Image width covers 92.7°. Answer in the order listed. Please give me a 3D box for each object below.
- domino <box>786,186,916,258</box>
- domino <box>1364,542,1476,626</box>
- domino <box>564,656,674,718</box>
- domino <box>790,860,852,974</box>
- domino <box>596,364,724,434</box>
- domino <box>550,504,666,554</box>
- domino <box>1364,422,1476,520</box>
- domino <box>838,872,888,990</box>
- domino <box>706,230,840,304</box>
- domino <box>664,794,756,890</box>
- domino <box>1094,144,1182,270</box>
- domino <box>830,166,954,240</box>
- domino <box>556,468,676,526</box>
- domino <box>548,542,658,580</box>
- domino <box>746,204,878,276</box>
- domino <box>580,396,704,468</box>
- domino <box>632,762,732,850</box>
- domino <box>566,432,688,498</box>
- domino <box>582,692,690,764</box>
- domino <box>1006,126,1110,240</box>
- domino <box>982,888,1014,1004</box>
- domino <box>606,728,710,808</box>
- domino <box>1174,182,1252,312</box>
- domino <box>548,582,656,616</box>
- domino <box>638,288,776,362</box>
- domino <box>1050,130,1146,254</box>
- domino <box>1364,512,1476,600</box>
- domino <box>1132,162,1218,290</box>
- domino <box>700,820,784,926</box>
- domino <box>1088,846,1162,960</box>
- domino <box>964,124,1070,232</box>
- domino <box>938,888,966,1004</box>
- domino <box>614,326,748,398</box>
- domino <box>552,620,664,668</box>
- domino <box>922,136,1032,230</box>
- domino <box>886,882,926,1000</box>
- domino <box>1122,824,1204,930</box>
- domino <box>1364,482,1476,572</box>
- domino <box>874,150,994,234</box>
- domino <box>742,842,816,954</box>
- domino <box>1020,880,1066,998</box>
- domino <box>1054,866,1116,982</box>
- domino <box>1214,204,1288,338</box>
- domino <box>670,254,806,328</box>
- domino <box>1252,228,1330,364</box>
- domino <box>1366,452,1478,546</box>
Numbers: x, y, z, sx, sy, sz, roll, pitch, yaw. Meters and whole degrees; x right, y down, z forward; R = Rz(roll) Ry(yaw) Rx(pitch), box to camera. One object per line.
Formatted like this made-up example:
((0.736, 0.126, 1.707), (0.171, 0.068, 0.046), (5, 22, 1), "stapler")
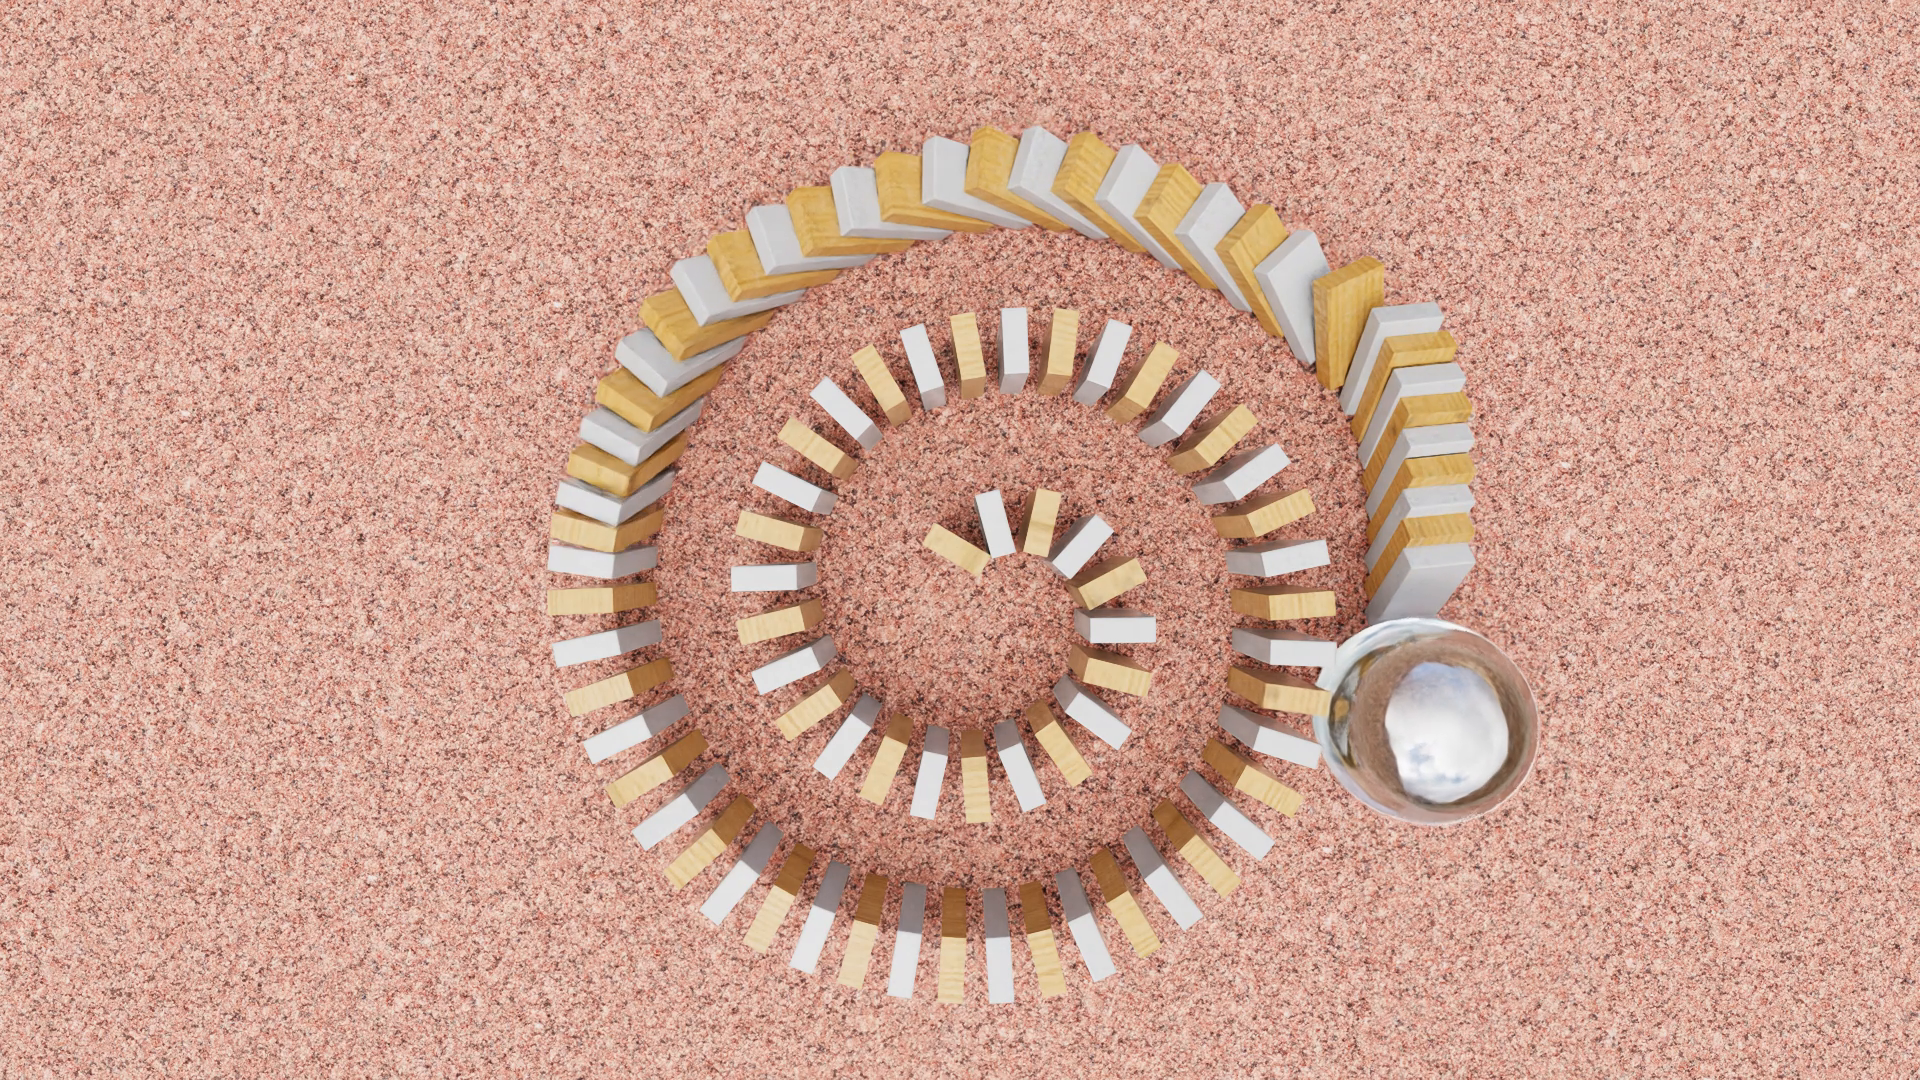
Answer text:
((-0.045, -0.133, 0.382), (0.050, 0.010, 0.025), (-17, 90, -36), "domino")
((0.188, 0.020, 0.377), (0.025, 0.050, 0.010), (-6, 56, 0), "domino")
((-0.138, 0.059, 0.375), (0.025, 0.050, 0.010), (-19, 90, 0), "domino")
((-0.056, 0.153, 0.375), (0.009, 0.050, 0.025), (21, 90, 0), "domino")
((-0.123, -0.065, 0.378), (0.025, 0.050, 0.010), (34, 130, 0), "domino")
((-0.143, -0.008, 0.375), (0.025, 0.050, 0.009), (15, 103, 0), "domino")
((0.188, -0.027, 0.377), (0.025, 0.050, 0.009), (-6, 55, 0), "domino")
((-0.039, 0.158, 0.375), (0.010, 0.050, 0.025), (15, 90, 0), "domino")
((-0.077, -0.117, 0.381), (0.050, 0.009, 0.025), (-26, 90, -39), "domino")
((-0.101, 0.122, 0.375), (0.025, 0.050, 0.010), (-42, 90, 0), "domino")
((0.080, -0.138, 0.382), (0.050, 0.009, 0.025), (29, 90, -34), "domino")
((-0.028, -0.140, 0.382), (0.050, 0.010, 0.025), (-11, 90, -35), "domino")
((-0.140, -0.022, 0.375), (0.025, 0.050, 0.010), (21, 111, 0), "domino")
((-0.145, 0.007, 0.375), (0.025, 0.050, 0.010), (8, 94, 0), "domino")
((-0.061, -0.126, 0.381), (0.050, 0.009, 0.025), (-20, 90, -37), "domino")
((-0.130, -0.051, 0.377), (0.025, 0.050, 0.009), (28, 125, 0), "domino")
((-0.113, 0.108, 0.375), (0.025, 0.050, 0.009), (-36, 90, 0), "domino")
((-0.135, -0.036, 0.376), (0.025, 0.050, 0.010), (23, 119, 0), "domino")
((-0.131, 0.076, 0.375), (0.025, 0.050, 0.010), (-25, 90, 0), "domino")
((0.045, -0.148, 0.382), (0.050, 0.009, 0.025), (17, 89, -34), "domino")
((0.015, 0.164, 0.375), (0.010, 0.050, 0.025), (-4, 90, 0), "domino")
((-0.123, 0.092, 0.375), (0.025, 0.050, 0.010), (-30, 90, 0), "domino")
((0.113, -0.121, 0.382), (0.050, 0.010, 0.025), (36, 90, -33), "domino")
((-0.145, 0.023, 0.375), (0.025, 0.050, 0.009), (-2, 90, 0), "domino")
((-0.104, -0.094, 0.380), (0.025, 0.010, 0.050), (51, 47, 0), "domino")
((0.063, -0.144, 0.382), (0.050, 0.009, 0.025), (23, 89, -34), "domino")
((0.188, 0.008, 0.377), (0.025, 0.050, 0.010), (-6, 56, 0), "domino")
((0.097, -0.130, 0.382), (0.050, 0.009, 0.025), (31, 90, -34), "domino")
((-0.088, 0.135, 0.375), (0.009, 0.050, 0.025), (40, 90, 0), "domino")
((0.067, 0.147, 0.375), (0.009, 0.050, 0.025), (-32, 90, 0), "domino")
((0.026, -0.150, 0.382), (0.050, 0.010, 0.025), (10, 89, -34), "domino")
((-0.003, 0.164, 0.375), (0.010, 0.050, 0.025), (4, 90, 0), "domino")
((-0.114, -0.080, 0.379), (0.025, 0.050, 0.010), (42, 134, 0), "domino")
((-0.143, 0.042, 0.375), (0.025, 0.050, 0.009), (-12, 90, 0), "domino")
((0.008, -0.148, 0.382), (0.050, 0.010, 0.025), (1, 90, -34), "domino")
((-0.021, 0.162, 0.375), (0.009, 0.050, 0.025), (9, 90, 0), "domino")
((0.082, 0.137, 0.375), (0.010, 0.050, 0.025), (-38, 90, 0), "domino")
((0.188, -0.003, 0.377), (0.025, 0.050, 0.009), (-6, 56, 0), "domino")
((-0.010, -0.144, 0.382), (0.050, 0.010, 0.025), (-6, 90, -35), "domino")
((-0.073, 0.145, 0.375), (0.010, 0.050, 0.025), (29, 90, 0), "domino")
((0.033, 0.162, 0.375), (0.009, 0.050, 0.025), (-14, 90, 0), "domino")
((0.051, 0.156, 0.375), (0.010, 0.050, 0.025), (-24, 90, 0), "domino")
((0.129, -0.112, 0.382), (0.025, 0.009, 0.050), (-47, 123, 0), "domino")
((-0.091, -0.107, 0.380), (0.050, 0.009, 0.025), (-30, 90, -40), "domino")
((0.144, -0.101, 0.382), (0.025, 0.010, 0.050), (-42, 124, 0), "domino")
((0.188, -0.015, 0.377), (0.025, 0.050, 0.009), (-6, 56, 0), "domino")
